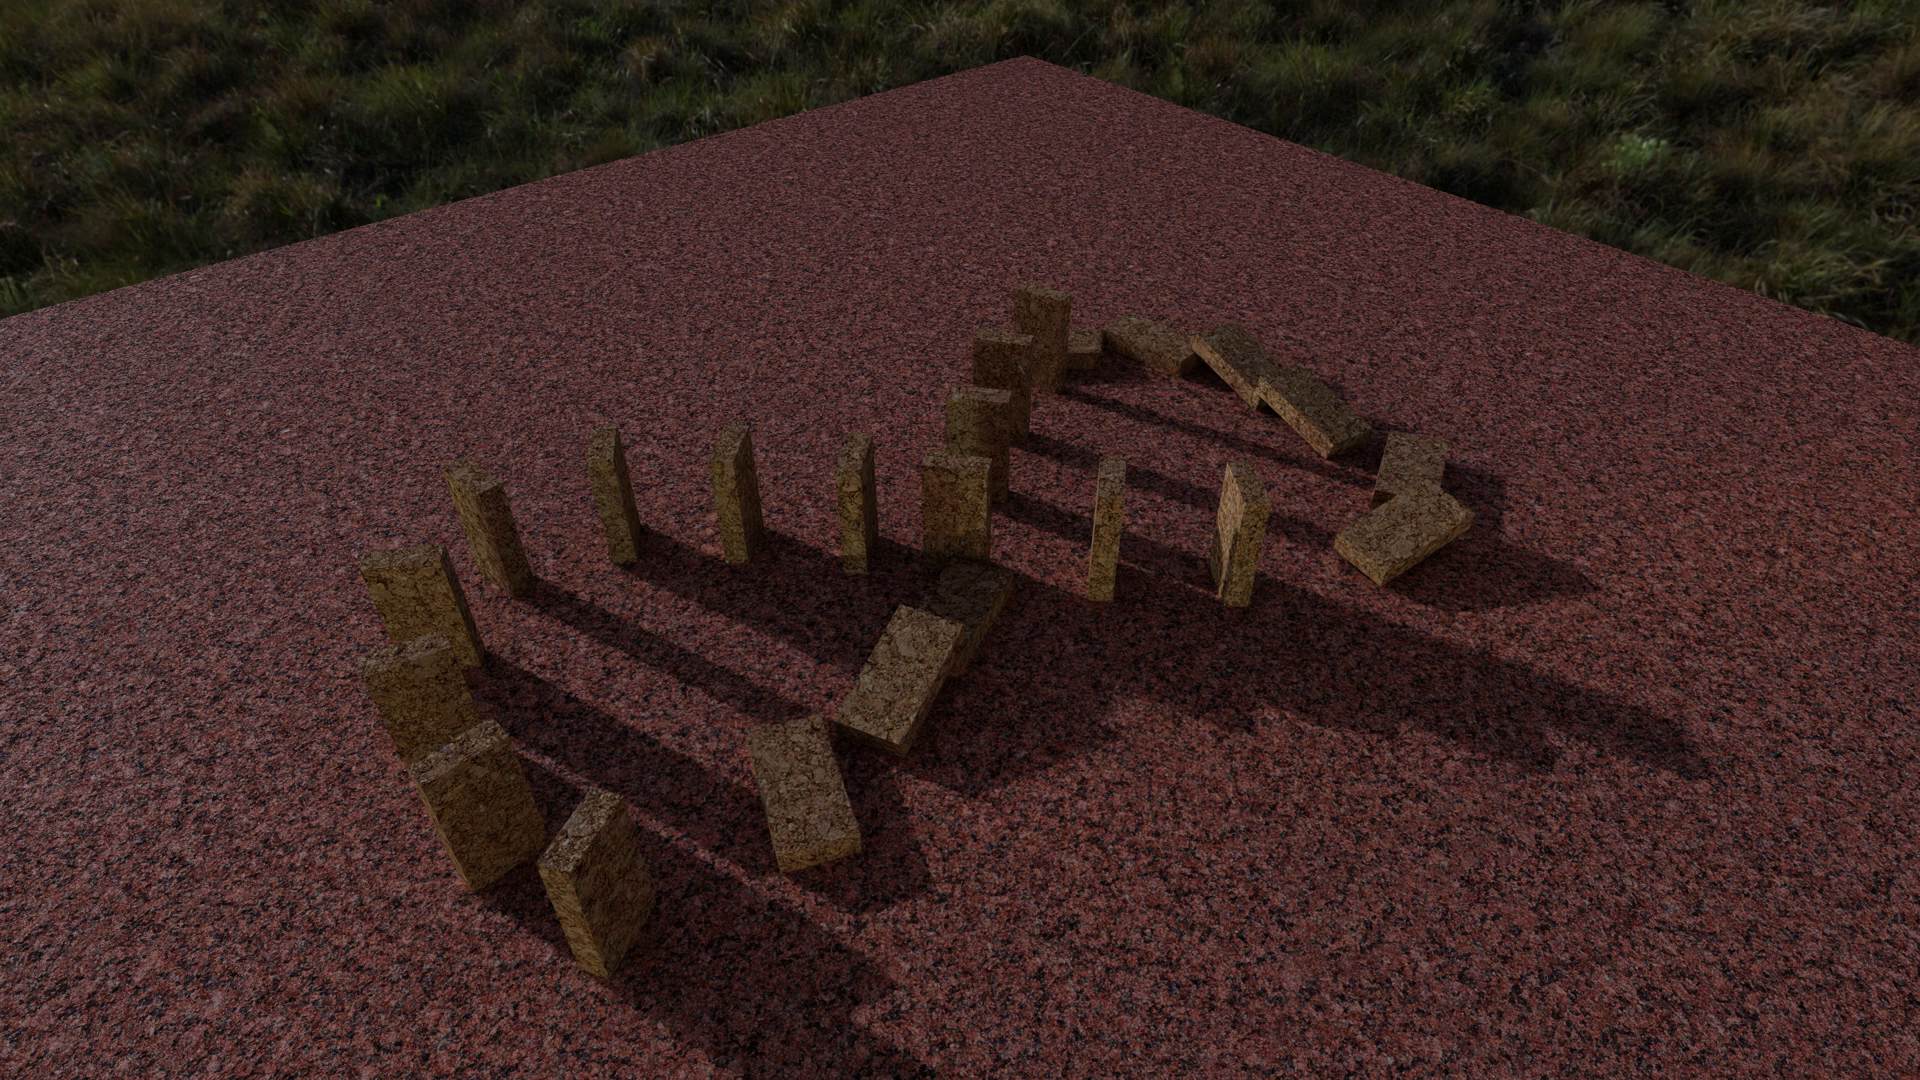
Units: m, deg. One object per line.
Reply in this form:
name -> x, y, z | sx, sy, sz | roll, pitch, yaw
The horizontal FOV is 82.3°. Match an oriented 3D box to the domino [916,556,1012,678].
domino -> -0.002, 0.028, 0.409 | 0.025, 0.010, 0.050 | 16, 42, 19

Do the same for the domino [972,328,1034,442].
domino -> 0.019, -0.070, 0.496 | 0.025, 0.050, 0.010 | 11, 41, 13

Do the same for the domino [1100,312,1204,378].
domino -> 0.100, -0.101, 0.567 | 0.050, 0.010, 0.025 | 31, 48, 32

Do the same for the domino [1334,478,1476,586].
domino -> 0.178, -0.004, 0.440 | 0.050, 0.010, 0.025 | -29, 52, -18

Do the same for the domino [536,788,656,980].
domino -> -0.097, 0.093, 0.297 | 0.009, 0.050, 0.025 | 12, 41, 14

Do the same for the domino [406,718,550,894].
domino -> -0.138, 0.077, 0.317 | 0.010, 0.050, 0.025 | 32, 49, 33

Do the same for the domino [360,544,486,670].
domino -> -0.185, 0.025, 0.381 | 0.025, 0.050, 0.009 | -7, 40, -9

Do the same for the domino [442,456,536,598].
domino -> -0.178, -0.004, 0.417 | 0.025, 0.050, 0.009 | 28, 47, 30

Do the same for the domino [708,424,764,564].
domino -> -0.088, -0.018, 0.433 | 0.009, 0.050, 0.025 | 4, 39, 4

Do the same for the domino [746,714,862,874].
domino -> -0.050, 0.079, 0.347 | 0.025, 0.010, 0.050 | -13, 41, -15

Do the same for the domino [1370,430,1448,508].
domino -> 0.196, -0.029, 0.478 | 0.025, 0.010, 0.050 | 16, 42, 18

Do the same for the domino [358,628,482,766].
domino -> -0.167, 0.053, 0.347 | 0.025, 0.050, 0.010 | -21, 44, -24

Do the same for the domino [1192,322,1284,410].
domino -> 0.140, -0.086, 0.541 | 0.025, 0.009, 0.050 | -21, 55, -23

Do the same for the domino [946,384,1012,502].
domino -> 0.008, -0.040, 0.460 | 0.025, 0.050, 0.009 | 7, 40, 9

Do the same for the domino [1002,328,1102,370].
domino -> 0.046, -0.098, 0.563 | 0.050, 0.010, 0.025 | -2, 39, -2

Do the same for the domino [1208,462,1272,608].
domino -> 0.105, -0.002, 0.414 | 0.010, 0.050, 0.025 | -2, 39, -3

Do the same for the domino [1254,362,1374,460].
domino -> 0.163, -0.060, 0.509 | 0.025, 0.010, 0.050 | -21, 55, -23

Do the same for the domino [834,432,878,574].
domino -> -0.040, -0.014, 0.428 | 0.009, 0.050, 0.025 | 4, 40, 5

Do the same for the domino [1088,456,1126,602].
domino -> 0.055, -0.004, 0.416 | 0.010, 0.050, 0.025 | 5, 40, 6

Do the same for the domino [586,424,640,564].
domino -> -0.136, -0.018, 0.433 | 0.009, 0.050, 0.025 | -6, 40, -8

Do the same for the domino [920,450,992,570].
domino -> -0.001, -0.010, 0.423 | 0.025, 0.050, 0.010 | 8, 40, 10

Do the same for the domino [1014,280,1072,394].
domino -> 0.039, -0.097, 0.530 | 0.025, 0.050, 0.010 | 22, 44, 24

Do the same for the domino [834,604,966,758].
domino -> -0.020, 0.047, 0.377 | 0.025, 0.010, 0.050 | 16, 55, 19
